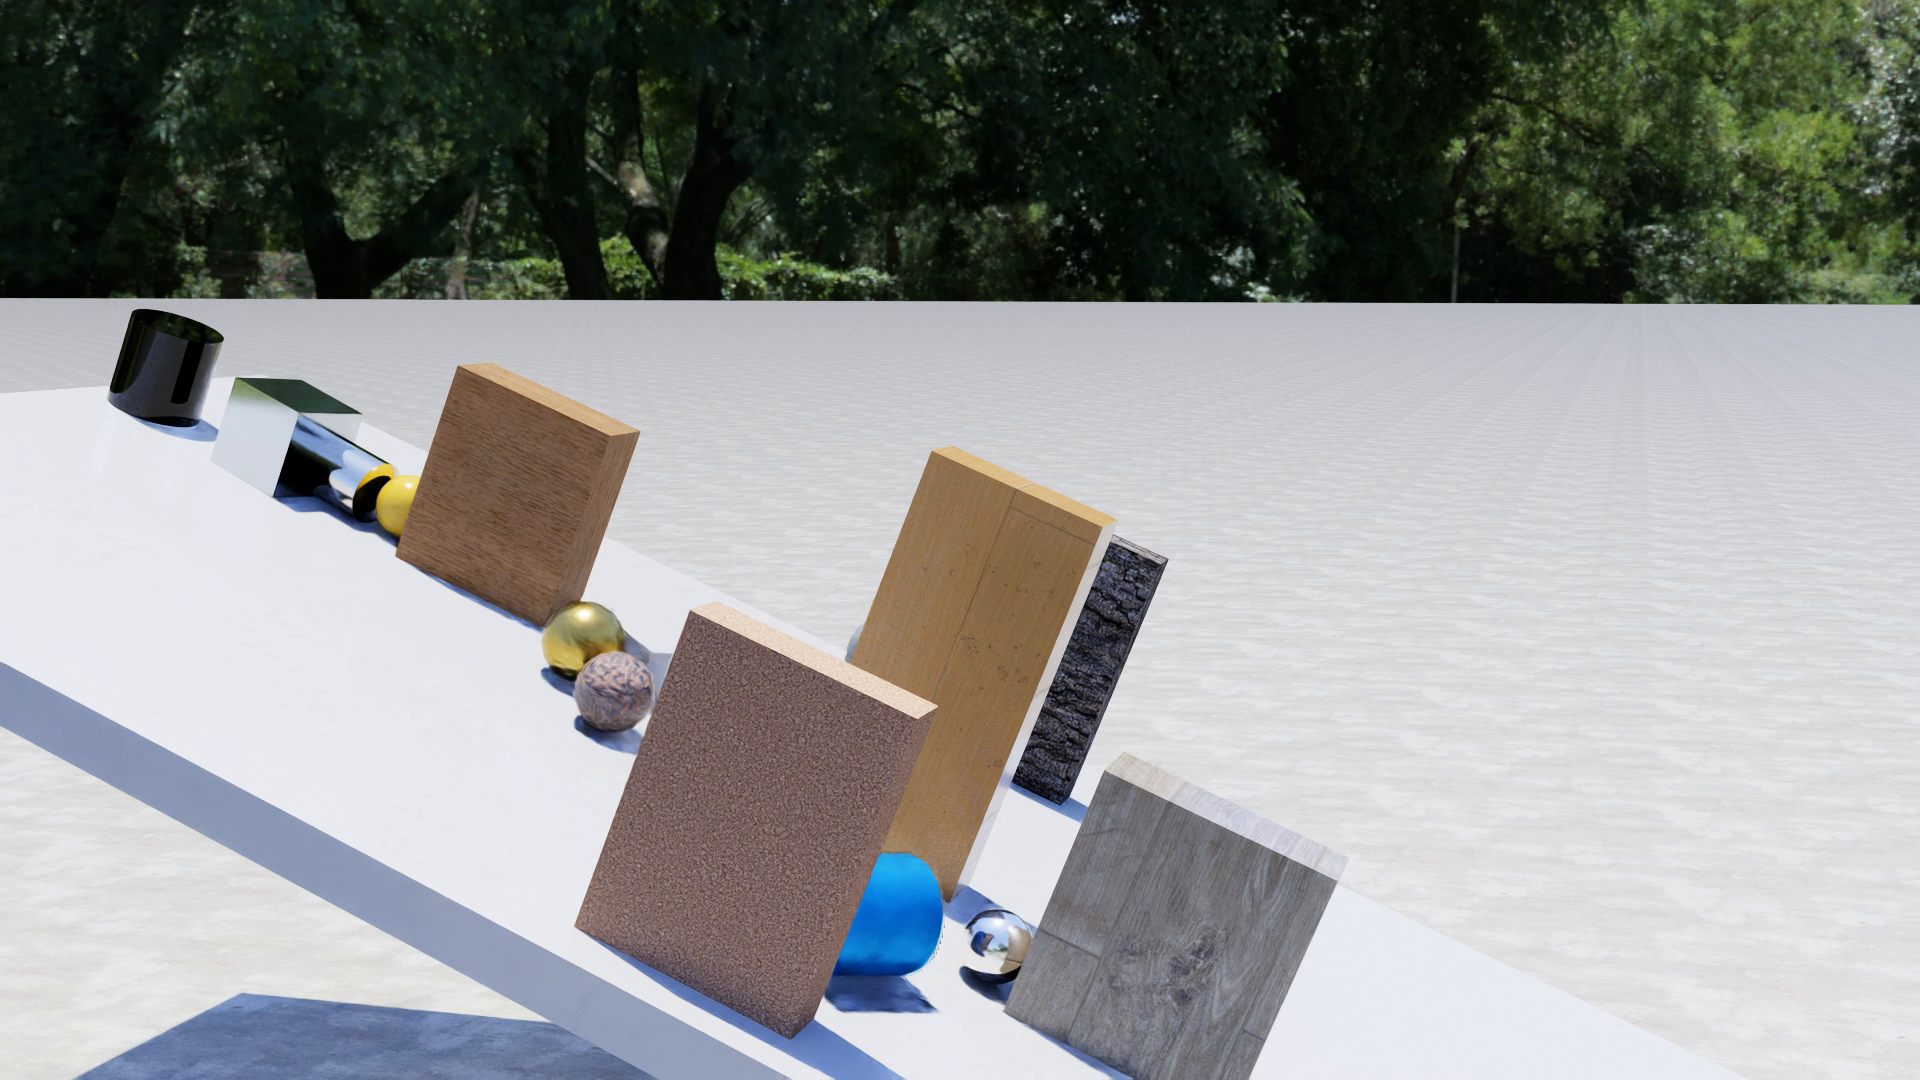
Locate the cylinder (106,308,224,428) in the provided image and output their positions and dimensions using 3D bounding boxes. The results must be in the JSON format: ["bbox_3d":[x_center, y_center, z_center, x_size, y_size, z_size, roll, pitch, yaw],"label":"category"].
[{"bbox_3d":[-1.790,-0.388,4.955,0.204,0.204,0.204,20,13,-5],"label":"cylinder"}]

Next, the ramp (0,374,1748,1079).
[{"bbox_3d":[-0.308,0.547,4.195,4.000,0.100,2.000,24,13,13],"label":"ramp"}]

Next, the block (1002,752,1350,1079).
[{"bbox_3d":[0.351,0.647,3.598,0.406,0.451,0.145,24,13,13],"label":"block"}]

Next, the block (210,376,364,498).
[{"bbox_3d":[-1.473,-0.225,4.813,0.197,0.197,0.197,27,14,24],"label":"block"}]

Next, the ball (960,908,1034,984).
[{"bbox_3d":[0.062,0.685,3.709,0.126,0.126,0.126,0,7,0],"label":"ball"}]

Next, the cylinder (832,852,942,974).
[{"bbox_3d":[-0.165,0.599,3.534,0.195,0.195,0.195,10,-1,-41],"label":"cylinder"}]

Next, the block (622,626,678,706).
[{"bbox_3d":[-0.624,0.253,4.403,0.116,0.116,0.116,7,19,-48],"label":"block"}]

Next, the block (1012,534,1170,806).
[{"bbox_3d":[0.196,0.244,4.733,0.302,0.573,0.087,24,13,13],"label":"block"}]

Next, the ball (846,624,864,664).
[{"bbox_3d":[-0.154,0.266,4.916,0.203,0.203,0.203,0,7,0],"label":"ball"}]

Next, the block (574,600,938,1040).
[{"bbox_3d":[-0.309,0.416,3.288,0.379,0.535,0.099,24,13,13],"label":"block"}]

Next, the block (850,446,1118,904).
[{"bbox_3d":[-0.017,0.243,3.990,0.336,0.749,0.121,24,13,13],"label":"block"}]

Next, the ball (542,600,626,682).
[{"bbox_3d":[-0.740,0.201,4.324,0.163,0.163,0.163,0,7,0],"label":"ball"}]

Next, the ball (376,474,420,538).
[{"bbox_3d":[-1.195,-0.072,4.764,0.140,0.140,0.140,0,7,0],"label":"ball"}]

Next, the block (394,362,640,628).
[{"bbox_3d":[-0.931,-0.097,4.622,0.372,0.436,0.142,24,13,13],"label":"block"}]

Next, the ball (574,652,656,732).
[{"bbox_3d":[-0.651,0.286,4.142,0.152,0.152,0.152,0,7,0],"label":"ball"}]
